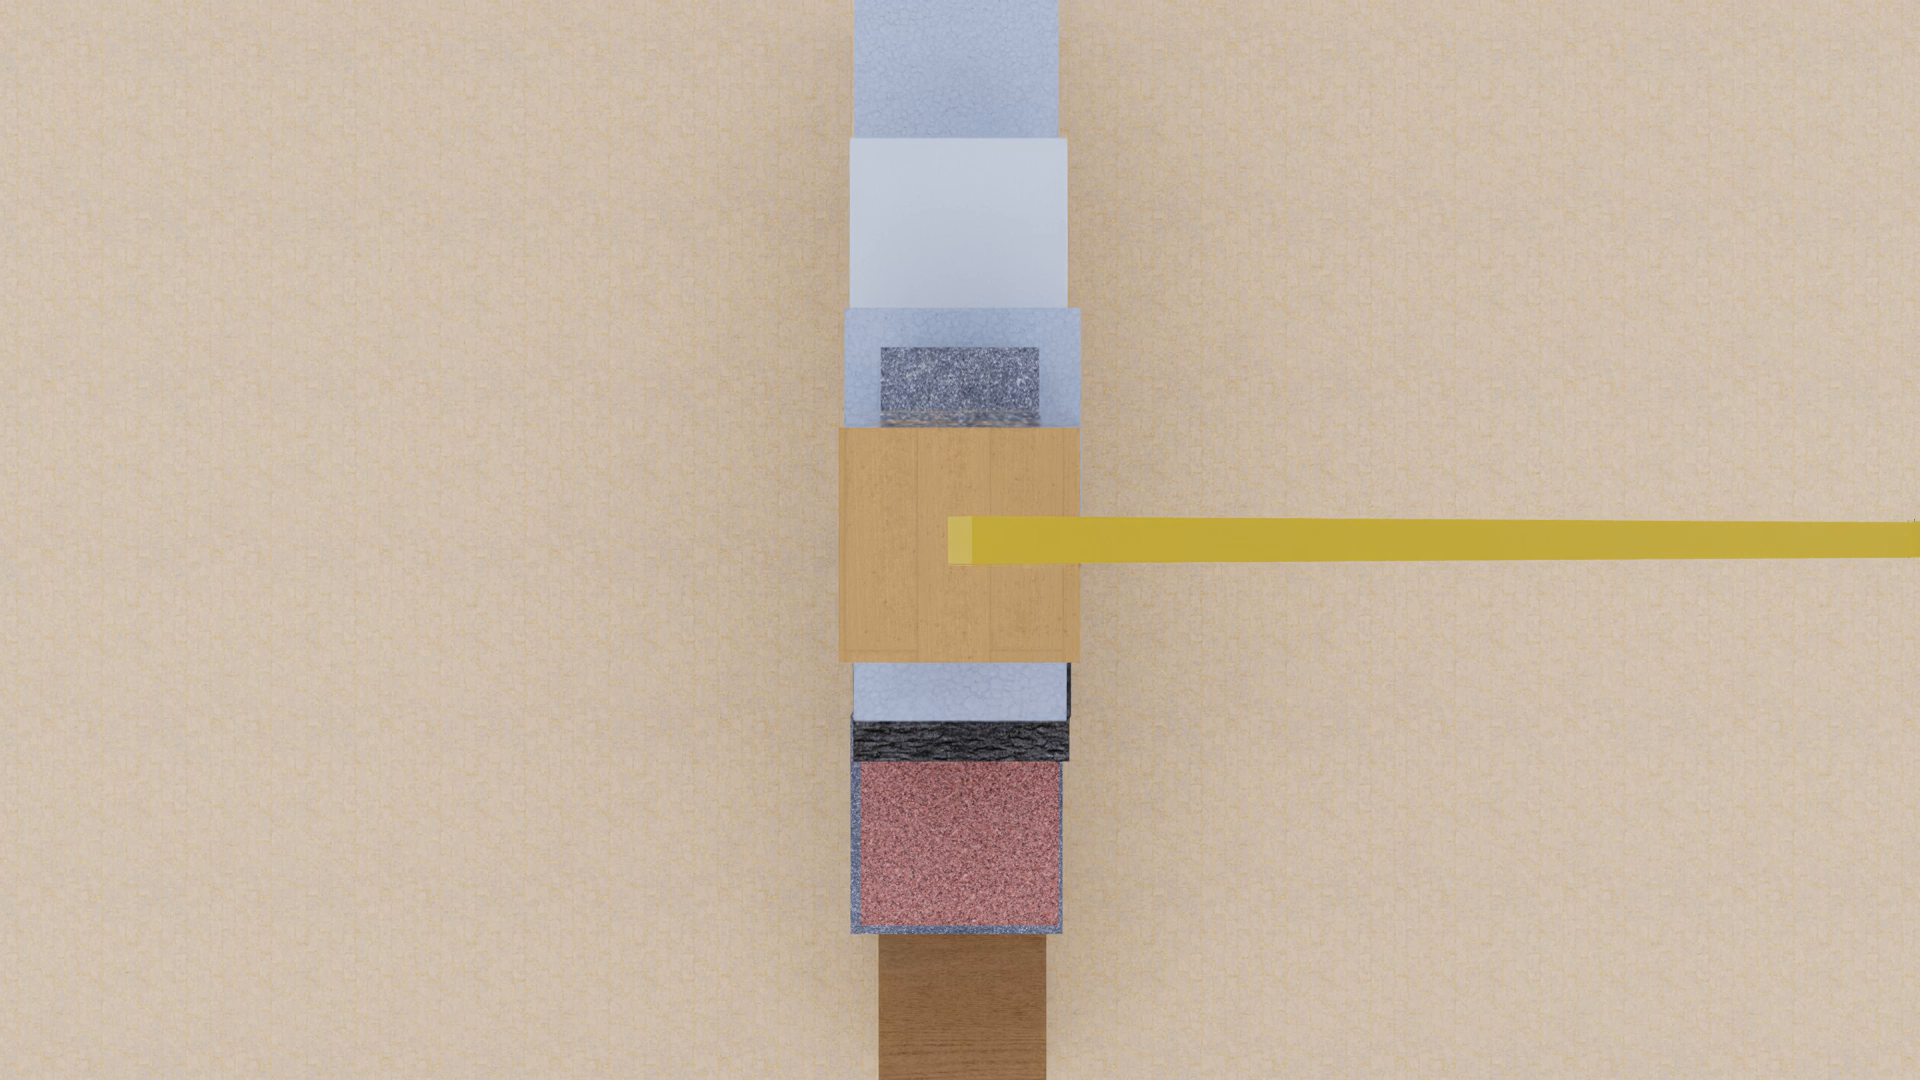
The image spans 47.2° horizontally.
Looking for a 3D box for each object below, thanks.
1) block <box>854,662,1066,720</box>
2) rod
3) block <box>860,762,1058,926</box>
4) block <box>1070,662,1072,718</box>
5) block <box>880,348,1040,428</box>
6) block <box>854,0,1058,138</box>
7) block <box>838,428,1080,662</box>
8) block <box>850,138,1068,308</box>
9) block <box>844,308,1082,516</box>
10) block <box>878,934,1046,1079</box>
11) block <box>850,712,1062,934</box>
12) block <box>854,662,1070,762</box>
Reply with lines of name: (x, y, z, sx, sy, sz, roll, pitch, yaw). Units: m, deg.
block: (0.000, 0.310, 9.554, 0.888, 0.775, 0.853, 0, 93, 0)
rod: (2.234, 0.000, 5.064, 5.200, 0.080, 0.080, 0, 90, -31)
block: (-0.001, 1.489, 11.563, 1.001, 0.913, 0.915, 0, 90, 0)
block: (0.018, 0.385, 12.426, 1.163, 1.148, 1.144, 0, 90, 0)
block: (0.000, -0.476, 9.613, 0.669, 0.661, 0.656, 0, 88, 0)
block: (-0.020, -2.551, 12.491, 1.115, 1.018, 1.077, 0, 90, 0)
block: (-0.002, 0.012, 7.933, 0.829, 0.761, 0.807, 0, 91, 0)
block: (-0.007, -1.443, 11.454, 1.076, 1.165, 1.050, 0, 88, 0)
block: (0.013, -0.514, 10.391, 1.071, 0.892, 1.045, 0, 88, 0)
block: (0.014, 2.627, 12.590, 0.929, 0.820, 0.925, 0, 90, 0)
block: (-0.019, 1.560, 12.510, 1.160, 0.981, 1.188, 0, 90, 0)
block: (0.006, 0.527, 10.429, 0.987, 0.780, 0.970, 0, 90, 0)
